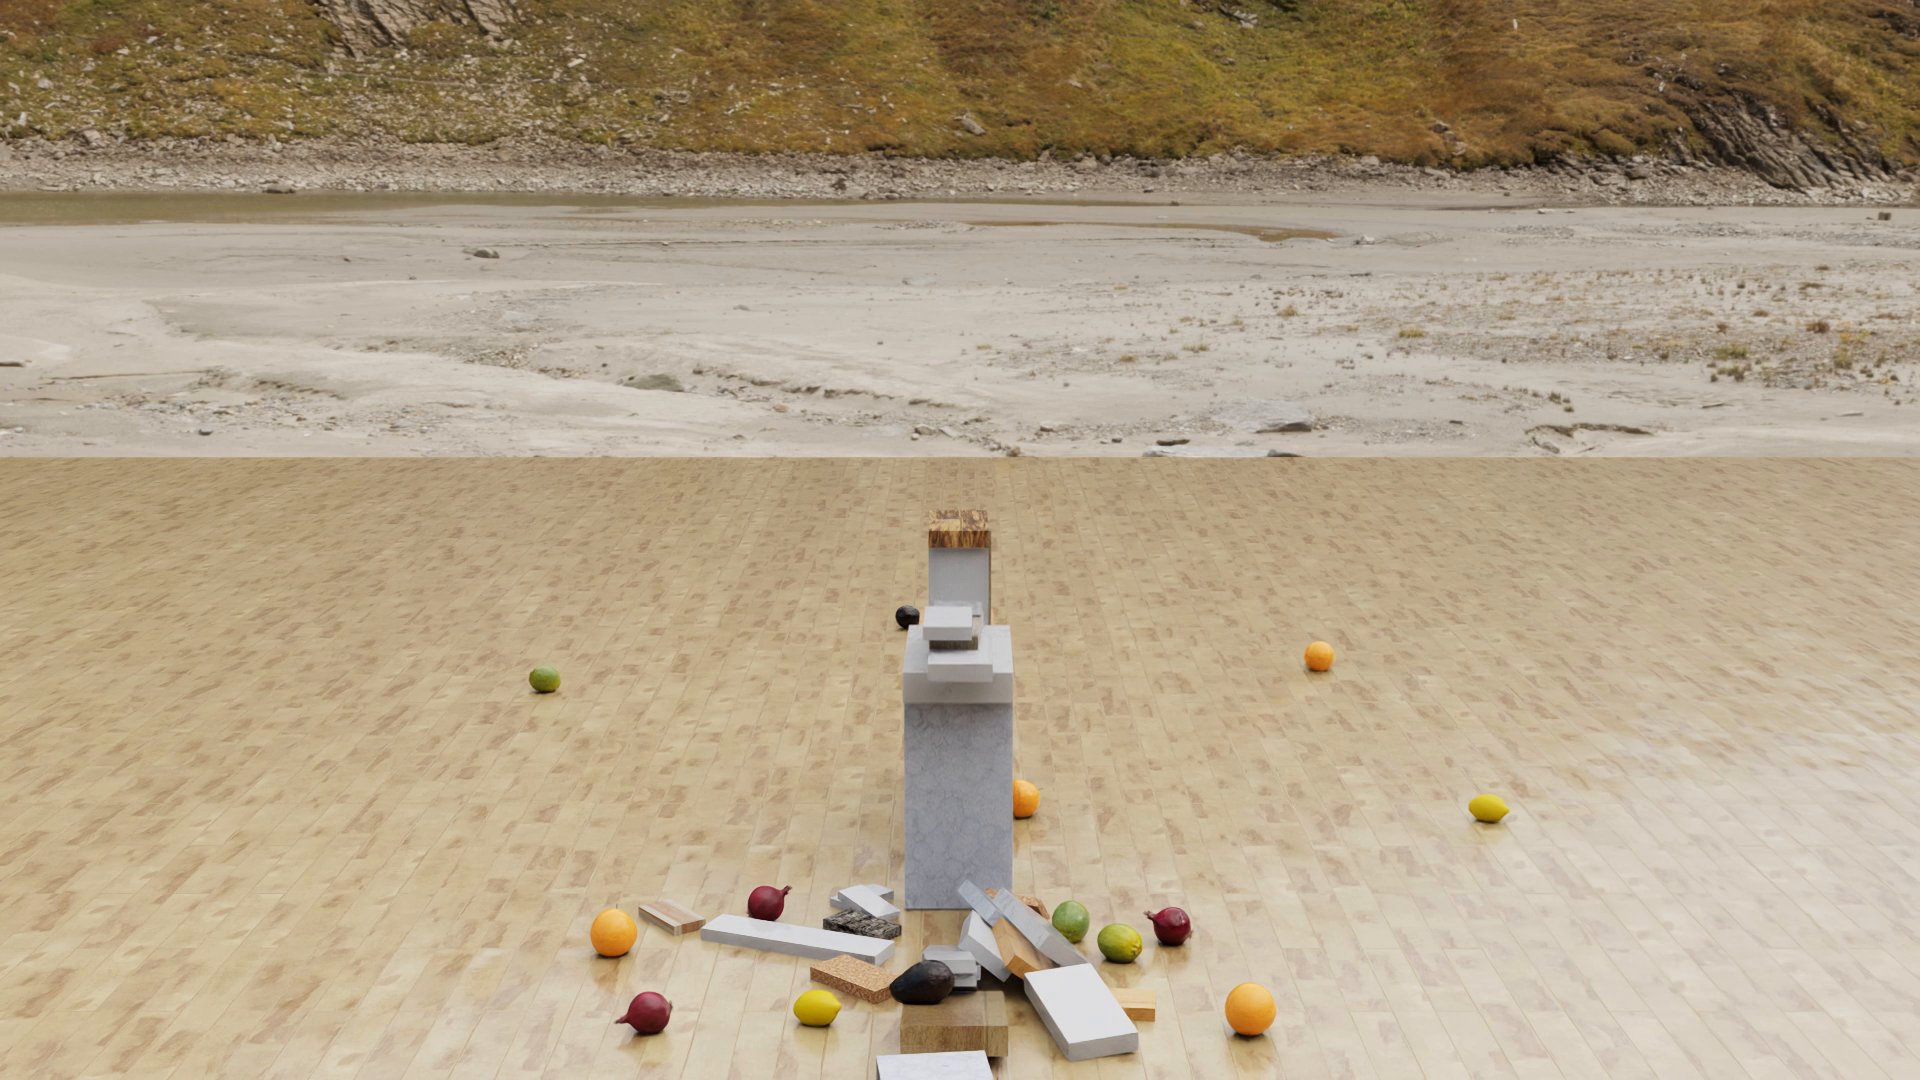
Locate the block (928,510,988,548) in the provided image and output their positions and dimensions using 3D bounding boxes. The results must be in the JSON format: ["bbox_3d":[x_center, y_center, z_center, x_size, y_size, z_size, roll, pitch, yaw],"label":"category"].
[{"bbox_3d":[-0.003,-0.021,3.932,0.105,0.030,0.211,0,11,0],"label":"block"}]

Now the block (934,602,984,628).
[{"bbox_3d":[-0.001,0.128,3.745,0.078,0.022,0.156,0,-10,2],"label":"block"}]

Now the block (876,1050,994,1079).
[{"bbox_3d":[-0.021,0.708,2.707,0.141,0.040,0.282,-1,11,-7],"label":"block"}]

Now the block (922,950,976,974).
[{"bbox_3d":[-0.016,0.605,3.150,0.069,0.020,0.139,0,-6,-3],"label":"block"}]

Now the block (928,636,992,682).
[{"bbox_3d":[0.001,0.189,3.532,0.101,0.029,0.202,0,10,1],"label":"block"}]

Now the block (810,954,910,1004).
[{"bbox_3d":[-0.150,0.653,3.274,0.140,0.020,0.070,10,14,43],"label":"block"}]

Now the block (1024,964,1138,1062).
[{"bbox_3d":[0.169,0.665,3.106,0.101,0.029,0.203,-6,19,-15],"label":"block"}]

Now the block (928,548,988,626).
[{"bbox_3d":[-0.003,0.164,3.894,0.105,0.318,0.030,0,10,0],"label":"block"}]

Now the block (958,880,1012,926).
[{"bbox_3d":[0.057,0.588,3.452,0.085,0.024,0.171,39,-4,-16],"label":"block"}]

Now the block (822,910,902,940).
[{"bbox_3d":[-0.155,0.614,3.492,0.115,0.016,0.058,8,13,37],"label":"block"}]

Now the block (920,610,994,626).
[{"bbox_3d":[-0.006,0.182,4.185,0.143,0.041,0.286,0,11,0],"label":"block"}]

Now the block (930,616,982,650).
[{"bbox_3d":[-0.006,0.151,3.600,0.078,0.022,0.156,1,10,3],"label":"block"}]

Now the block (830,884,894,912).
[{"bbox_3d":[-0.162,0.591,3.627,0.050,0.014,0.099,10,14,43],"label":"block"}]

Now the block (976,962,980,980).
[{"bbox_3d":[-0.004,0.636,3.262,0.069,0.020,0.139,0,-6,1],"label":"block"}]

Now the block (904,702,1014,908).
[{"bbox_3d":[-0.002,0.424,3.594,0.176,0.352,0.050,0,6,0],"label":"block"}]

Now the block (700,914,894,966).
[{"bbox_3d":[-0.254,0.625,3.429,0.304,0.020,0.070,5,11,23],"label":"block"}]

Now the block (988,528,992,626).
[{"bbox_3d":[0.003,0.085,4.023,0.105,0.211,0.030,-1,11,-4],"label":"block"}]

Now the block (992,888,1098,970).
[{"bbox_3d":[0.127,0.602,3.354,0.101,0.029,0.202,39,-3,-22],"label":"block"}]

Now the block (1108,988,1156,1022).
[{"bbox_3d":[0.213,0.671,3.181,0.140,0.020,0.070,1,11,6],"label":"block"}]

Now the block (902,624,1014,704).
[{"bbox_3d":[-0.002,0.204,3.672,0.176,0.050,0.352,0,10,0],"label":"block"}]

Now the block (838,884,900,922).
[{"bbox_3d":[-0.149,0.592,3.570,0.050,0.014,0.099,-8,24,-42],"label":"block"}]

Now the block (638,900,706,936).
[{"bbox_3d":[-0.463,0.607,3.535,0.058,0.016,0.115,-8,13,-37],"label":"block"}]

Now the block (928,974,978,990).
[{"bbox_3d":[-0.010,0.641,3.166,0.069,0.020,0.139,0,-18,1],"label":"block"}]

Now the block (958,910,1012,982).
[{"bbox_3d":[0.042,0.609,3.306,0.086,0.024,0.171,38,4,1],"label":"block"}]

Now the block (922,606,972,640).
[{"bbox_3d":[-0.020,0.135,3.567,0.078,0.022,0.156,0,10,1],"label":"block"}]

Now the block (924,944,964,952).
[{"bbox_3d":[-0.023,0.622,3.298,0.058,0.016,0.152,0,-6,4],"label":"block"}]

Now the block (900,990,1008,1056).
[{"bbox_3d":[-0.008,0.660,3.010,0.141,0.040,0.282,0,-2,0],"label":"block"}]

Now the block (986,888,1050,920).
[{"bbox_3d":[0.091,0.590,3.541,0.099,0.049,0.014,6,51,30],"label":"block"}]

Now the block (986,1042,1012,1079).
[{"bbox_3d":[-0.003,0.724,2.839,0.141,0.040,0.282,0,11,0],"label":"block"}]

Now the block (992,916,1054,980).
[{"bbox_3d":[0.098,0.623,3.284,0.085,0.024,0.171,36,4,-10],"label":"block"}]
